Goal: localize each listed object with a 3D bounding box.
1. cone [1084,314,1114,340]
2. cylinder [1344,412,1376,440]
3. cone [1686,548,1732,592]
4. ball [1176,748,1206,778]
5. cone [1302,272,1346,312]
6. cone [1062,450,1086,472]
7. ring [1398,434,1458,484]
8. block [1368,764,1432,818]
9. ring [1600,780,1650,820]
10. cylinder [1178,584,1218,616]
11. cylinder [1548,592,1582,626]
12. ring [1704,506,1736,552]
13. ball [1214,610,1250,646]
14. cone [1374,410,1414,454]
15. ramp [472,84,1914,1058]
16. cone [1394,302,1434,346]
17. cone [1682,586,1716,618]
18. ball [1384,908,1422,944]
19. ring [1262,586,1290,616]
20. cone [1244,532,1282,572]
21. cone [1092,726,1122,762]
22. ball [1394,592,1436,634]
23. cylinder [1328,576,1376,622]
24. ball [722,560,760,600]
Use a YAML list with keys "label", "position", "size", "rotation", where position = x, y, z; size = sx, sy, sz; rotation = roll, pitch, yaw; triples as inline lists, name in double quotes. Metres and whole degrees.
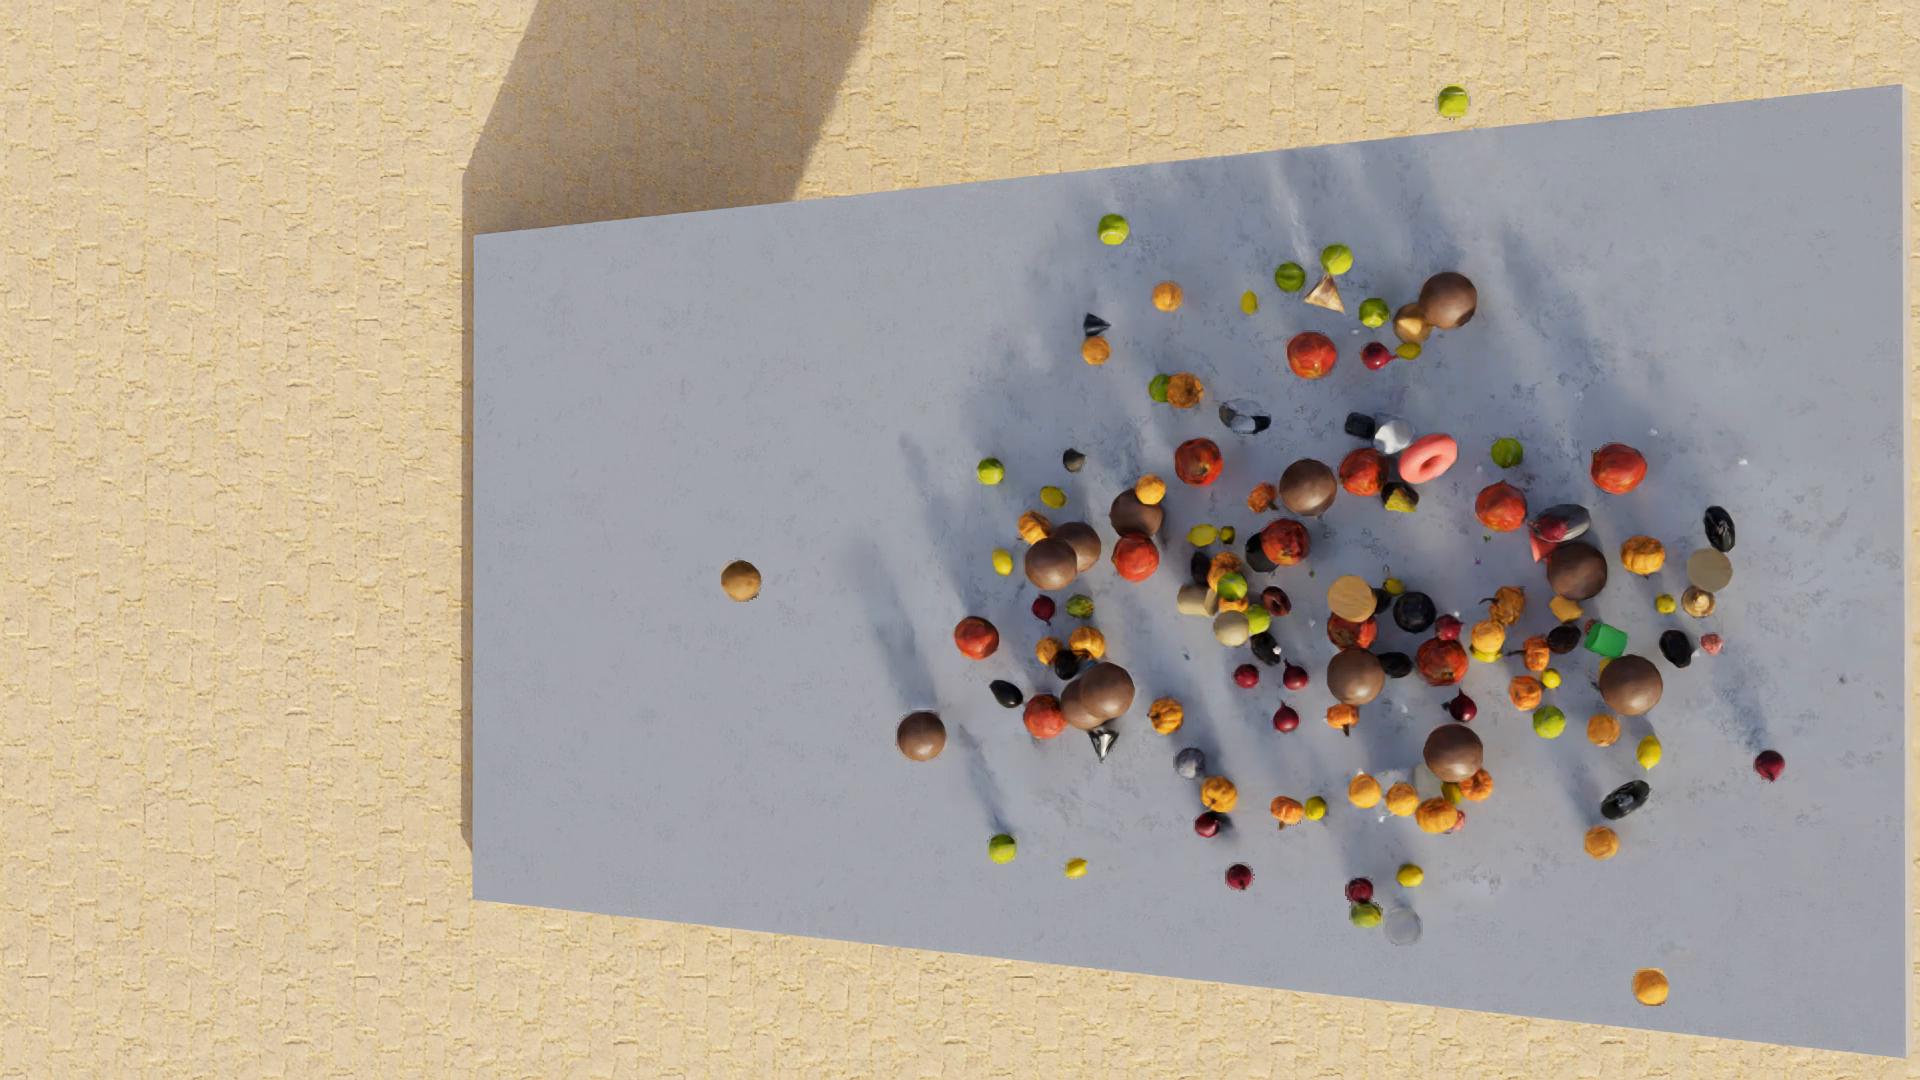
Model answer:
- label: "cone"
  position: [0.351, -0.532, 5.460]
  size: [0.065, 0.065, 0.065]
  rotation: [-1, 89, 29]
- label: "cylinder"
  position: [0.930, -0.265, 5.105]
  size: [0.053, 0.053, 0.053]
  rotation: [22, 89, 30]
- label: "cone"
  position: [1.582, 0.076, 4.683]
  size: [0.096, 0.096, 0.096]
  rotation: [-1, 75, 3]
- label: "ball"
  position: [0.558, 0.537, 5.317]
  size: [0.073, 0.073, 0.073]
  rotation: [0, 89, 0]
- label: "cone"
  position: [0.838, -0.542, 4.964]
  size: [0.090, 0.090, 0.090]
  rotation: [41, 90, -1]
- label: "cone"
  position: [0.298, -0.205, 5.480]
  size: [0.061, 0.061, 0.061]
  rotation: [8, 74, -30]
- label: "ring"
  position: [1.049, -0.183, 4.927]
  size: [0.143, 0.143, 0.048]
  rotation: [-26, 58, 0]
- label: "block"
  position: [1.005, 0.573, 5.024]
  size: [0.099, 0.099, 0.099]
  rotation: [-17, 81, 31]
- label: "ring"
  position: [1.432, 0.560, 4.733]
  size: [0.117, 0.117, 0.039]
  rotation: [-35, 91, 0]
- label: "cylinder"
  position: [0.575, 0.145, 5.309]
  size: [0.074, 0.074, 0.074]
  rotation: [5, 89, 32]
- label: "cylinder"
  position: [1.335, 0.151, 4.849]
  size: [0.052, 0.052, 0.052]
  rotation: [-34, 64, 0]
- label: "ring"
  position: [1.611, -0.024, 4.661]
  size: [0.034, 0.102, 0.102]
  rotation: [-15, 89, -3]
- label: "ball"
  position: [0.625, 0.203, 5.056]
  size: [0.084, 0.084, 0.084]
  rotation: [0, 89, 0]
- label: "cone"
  position: [0.982, -0.268, 5.077]
  size: [0.100, 0.100, 0.100]
  rotation: [-10, 133, -11]
- label: "ramp"
  position: [0.262, 0.072, 5.606]
  size: [4.000, 0.100, 2.000]
  rotation: [0, 89, 32]
- label: "cone"
  position: [1.019, -0.498, 5.026]
  size: [0.098, 0.098, 0.098]
  rotation: [0, 89, 32]
- label: "cone"
  position: [1.574, 0.126, 4.682]
  size: [0.070, 0.070, 0.070]
  rotation: [-3, 78, 15]
- label: "ball"
  position: [1.013, 0.882, 5.026]
  size: [0.083, 0.083, 0.083]
  rotation: [0, 89, 0]
- label: "ring"
  position: [0.722, 0.141, 5.026]
  size: [0.026, 0.077, 0.077]
  rotation: [-35, 90, -30]
- label: "cone"
  position: [0.700, 0.029, 5.219]
  size: [0.098, 0.098, 0.098]
  rotation: [0, 89, 32]
- label: "cone"
  position: [0.352, 0.515, 5.440]
  size: [0.082, 0.082, 0.082]
  rotation: [20, 65, 0]
- label: "ball"
  position: [1.036, 0.165, 5.011]
  size: [0.096, 0.096, 0.096]
  rotation: [0, 89, 0]
- label: "cylinder"
  position: [0.873, 0.132, 4.893]
  size: [0.098, 0.098, 0.098]
  rotation: [-2, 82, 16]
- label: "ball"
  position: [-0.543, 0.100, 5.454]
  size: [0.098, 0.098, 0.098]
  rotation: [0, 89, 0]
